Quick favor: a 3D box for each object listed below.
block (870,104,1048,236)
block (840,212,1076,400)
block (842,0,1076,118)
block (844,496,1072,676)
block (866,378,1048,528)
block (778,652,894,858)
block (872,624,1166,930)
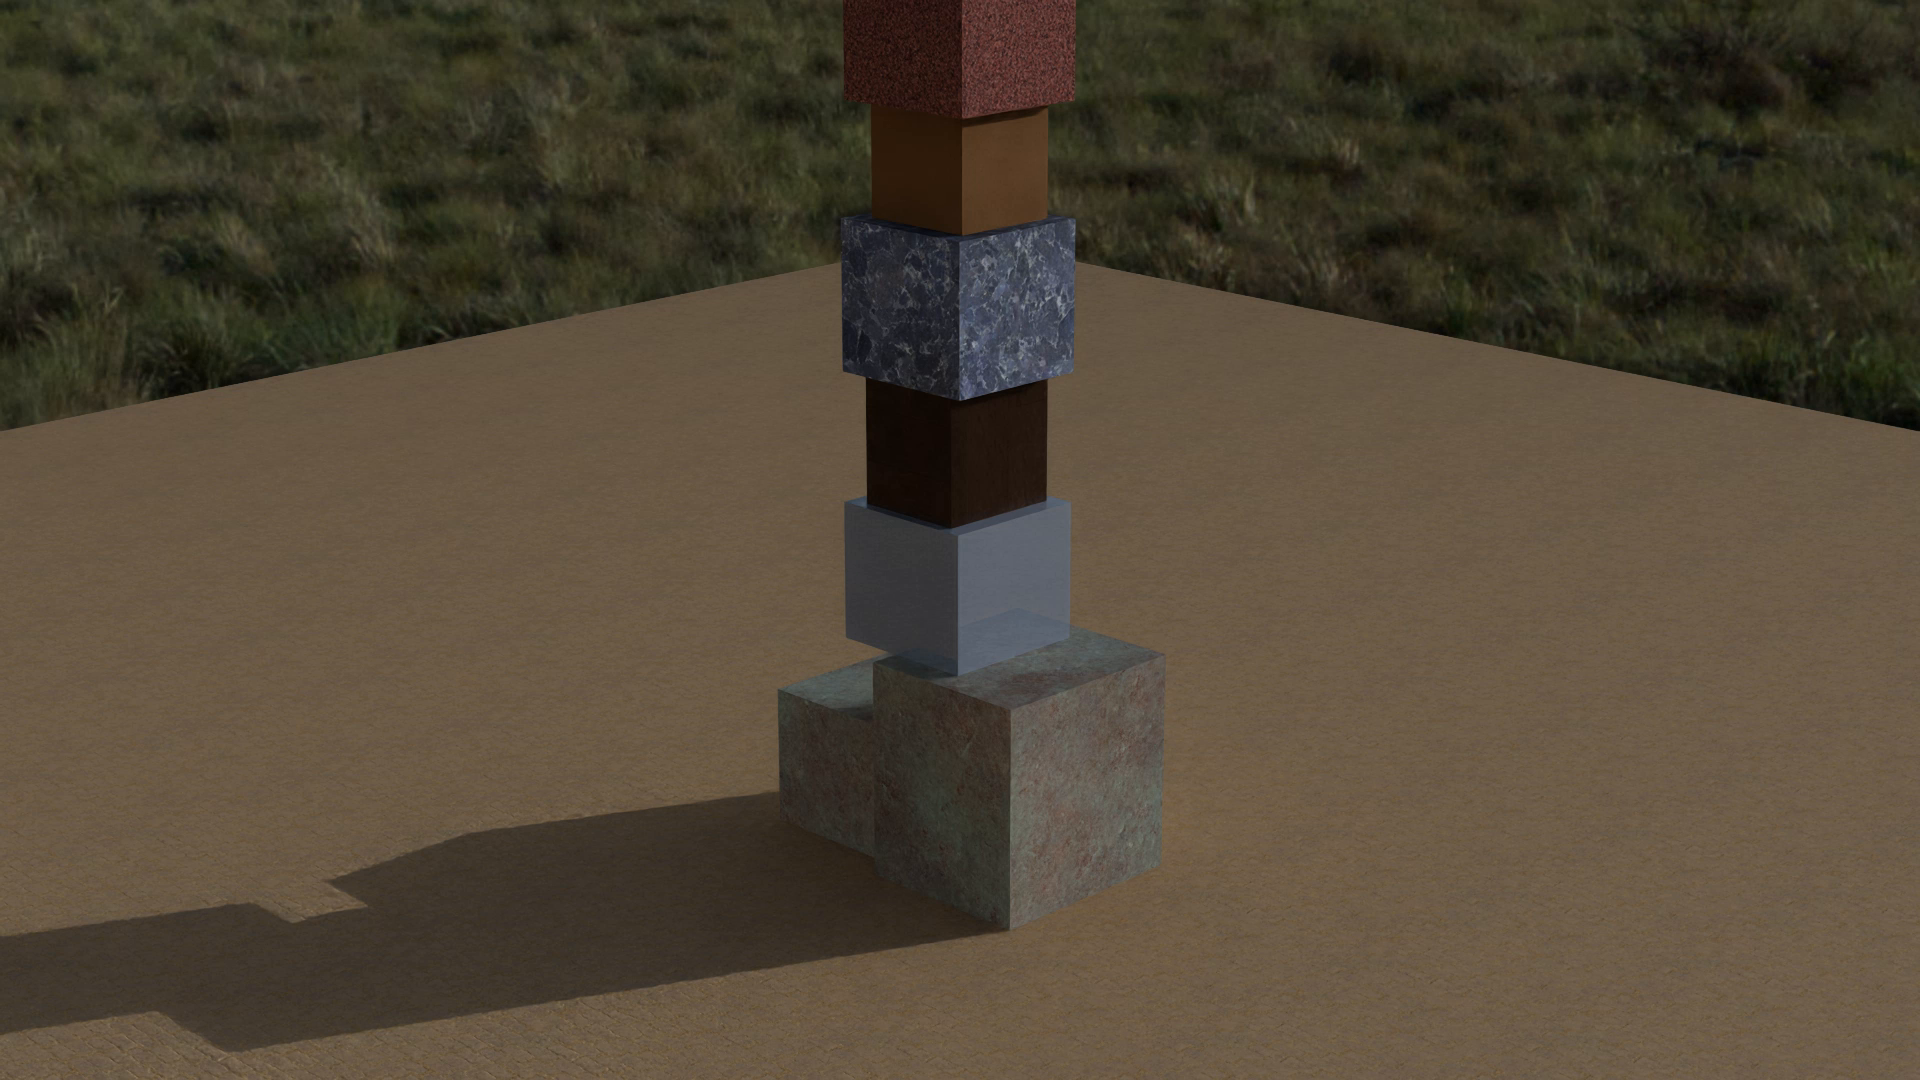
[{"bbox_3d":[-0.002,-1.664,12.817,0.529,0.519,0.561,-17,24,-42],"label":"block"},{"bbox_3d":[-0.008,-1.083,12.993,0.721,0.694,0.737,-17,24,-42],"label":"block"},{"bbox_3d":[-0.003,-2.256,12.630,0.693,0.723,0.723,-17,24,-42],"label":"block"},{"bbox_3d":[-0.011,0.138,13.374,0.724,0.651,0.729,-17,24,-42],"label":"block"},{"bbox_3d":[-0.014,-0.461,13.182,0.609,0.607,0.541,-17,24,-42],"label":"block"},{"bbox_3d":[-0.304,1.020,13.990,0.798,0.664,0.784,-17,24,-42],"label":"block"},{"bbox_3d":[0.269,1.026,13.358,1.005,1.033,0.862,-17,24,-42],"label":"block"}]
